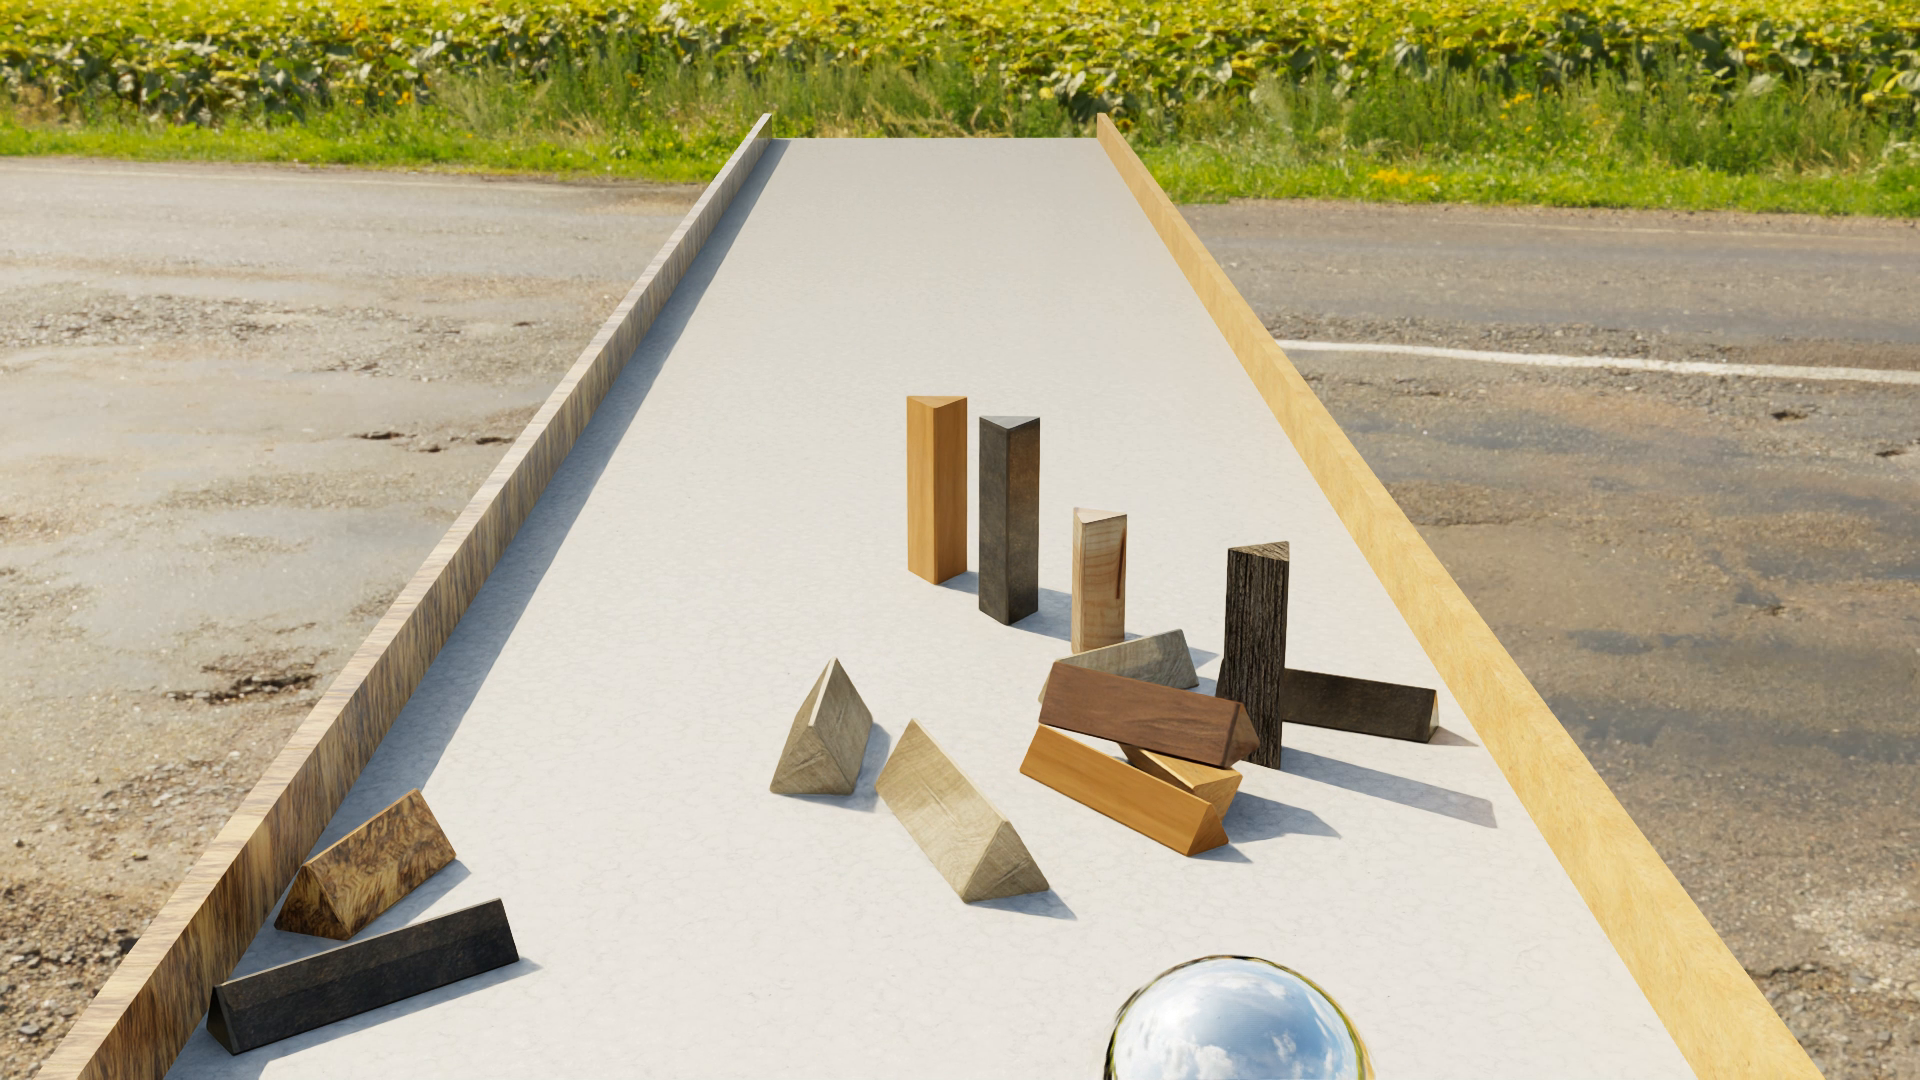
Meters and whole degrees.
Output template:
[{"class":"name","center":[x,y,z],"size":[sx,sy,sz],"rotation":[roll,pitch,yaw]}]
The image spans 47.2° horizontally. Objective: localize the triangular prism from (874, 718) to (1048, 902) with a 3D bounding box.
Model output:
[{"class":"triangular prism","center":[-0.004,0.424,3.571],"size":[0.142,0.123,0.460],"rotation":[-5,17,-18]}]

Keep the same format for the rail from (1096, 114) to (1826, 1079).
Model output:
[{"class":"rail","center":[0.932,-0.844,7.801],"size":[0.050,0.150,12.000],"rotation":[0,17,-1]}]

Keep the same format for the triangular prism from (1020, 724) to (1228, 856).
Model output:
[{"class":"triangular prism","center":[0.271,0.410,3.700],"size":[0.091,0.079,0.436],"rotation":[-11,20,-35]}]

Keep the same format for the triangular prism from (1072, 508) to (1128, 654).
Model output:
[{"class":"triangular prism","center":[0.257,0.091,4.393],"size":[0.112,0.302,0.097],"rotation":[-12,20,-35]}]

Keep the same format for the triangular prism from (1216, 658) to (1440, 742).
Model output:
[{"class":"triangular prism","center":[0.682,0.290,4.094],"size":[0.406,0.086,0.099],"rotation":[7,18,23]}]

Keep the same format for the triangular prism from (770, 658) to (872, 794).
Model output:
[{"class":"triangular prism","center":[-0.244,0.323,3.911],"size":[0.143,0.123,0.349],"rotation":[1,17,3]}]

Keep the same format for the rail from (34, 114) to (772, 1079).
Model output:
[{"class":"rail","center":[-1.118,-0.838,7.780],"size":[0.050,0.150,12.000],"rotation":[0,17,-1]}]

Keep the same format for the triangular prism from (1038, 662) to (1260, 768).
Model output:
[{"class":"triangular prism","center":[0.320,0.289,3.787],"size":[0.384,0.097,0.111],"rotation":[11,23,37]}]

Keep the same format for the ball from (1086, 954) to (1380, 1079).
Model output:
[{"class":"ball","center":[0.309,0.639,2.491],"size":[0.335,0.335,0.335],"rotation":[0,17,0]}]

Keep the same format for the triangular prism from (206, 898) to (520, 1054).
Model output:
[{"class":"triangular prism","center":[-0.830,0.596,3.071],"size":[0.424,0.082,0.095],"rotation":[-13,21,-38]}]

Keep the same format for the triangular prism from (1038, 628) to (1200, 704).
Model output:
[{"class":"triangular prism","center":[0.306,0.246,4.214],"size":[0.306,0.100,0.116],"rotation":[-11,20,-34]}]

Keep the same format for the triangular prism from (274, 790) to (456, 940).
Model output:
[{"class":"triangular prism","center":[-0.913,0.489,3.378],"size":[0.127,0.110,0.303],"rotation":[5,17,18]}]

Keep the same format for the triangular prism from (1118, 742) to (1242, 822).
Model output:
[{"class":"triangular prism","center":[0.373,0.373,3.757],"size":[0.081,0.094,0.308],"rotation":[-39,27,-10]}]

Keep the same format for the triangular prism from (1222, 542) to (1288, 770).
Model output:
[{"class":"triangular prism","center":[0.545,0.198,3.888],"size":[0.121,0.384,0.105],"rotation":[13,21,36]}]

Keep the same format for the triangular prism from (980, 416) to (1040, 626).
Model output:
[{"class":"triangular prism","center":[0.087,-0.047,4.637],"size":[0.108,0.426,0.125],"rotation":[11,20,32]}]

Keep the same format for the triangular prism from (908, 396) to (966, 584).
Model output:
[{"class":"triangular prism","center":[-0.068,-0.118,4.915],"size":[0.115,0.404,0.133],"rotation":[10,19,30]}]
